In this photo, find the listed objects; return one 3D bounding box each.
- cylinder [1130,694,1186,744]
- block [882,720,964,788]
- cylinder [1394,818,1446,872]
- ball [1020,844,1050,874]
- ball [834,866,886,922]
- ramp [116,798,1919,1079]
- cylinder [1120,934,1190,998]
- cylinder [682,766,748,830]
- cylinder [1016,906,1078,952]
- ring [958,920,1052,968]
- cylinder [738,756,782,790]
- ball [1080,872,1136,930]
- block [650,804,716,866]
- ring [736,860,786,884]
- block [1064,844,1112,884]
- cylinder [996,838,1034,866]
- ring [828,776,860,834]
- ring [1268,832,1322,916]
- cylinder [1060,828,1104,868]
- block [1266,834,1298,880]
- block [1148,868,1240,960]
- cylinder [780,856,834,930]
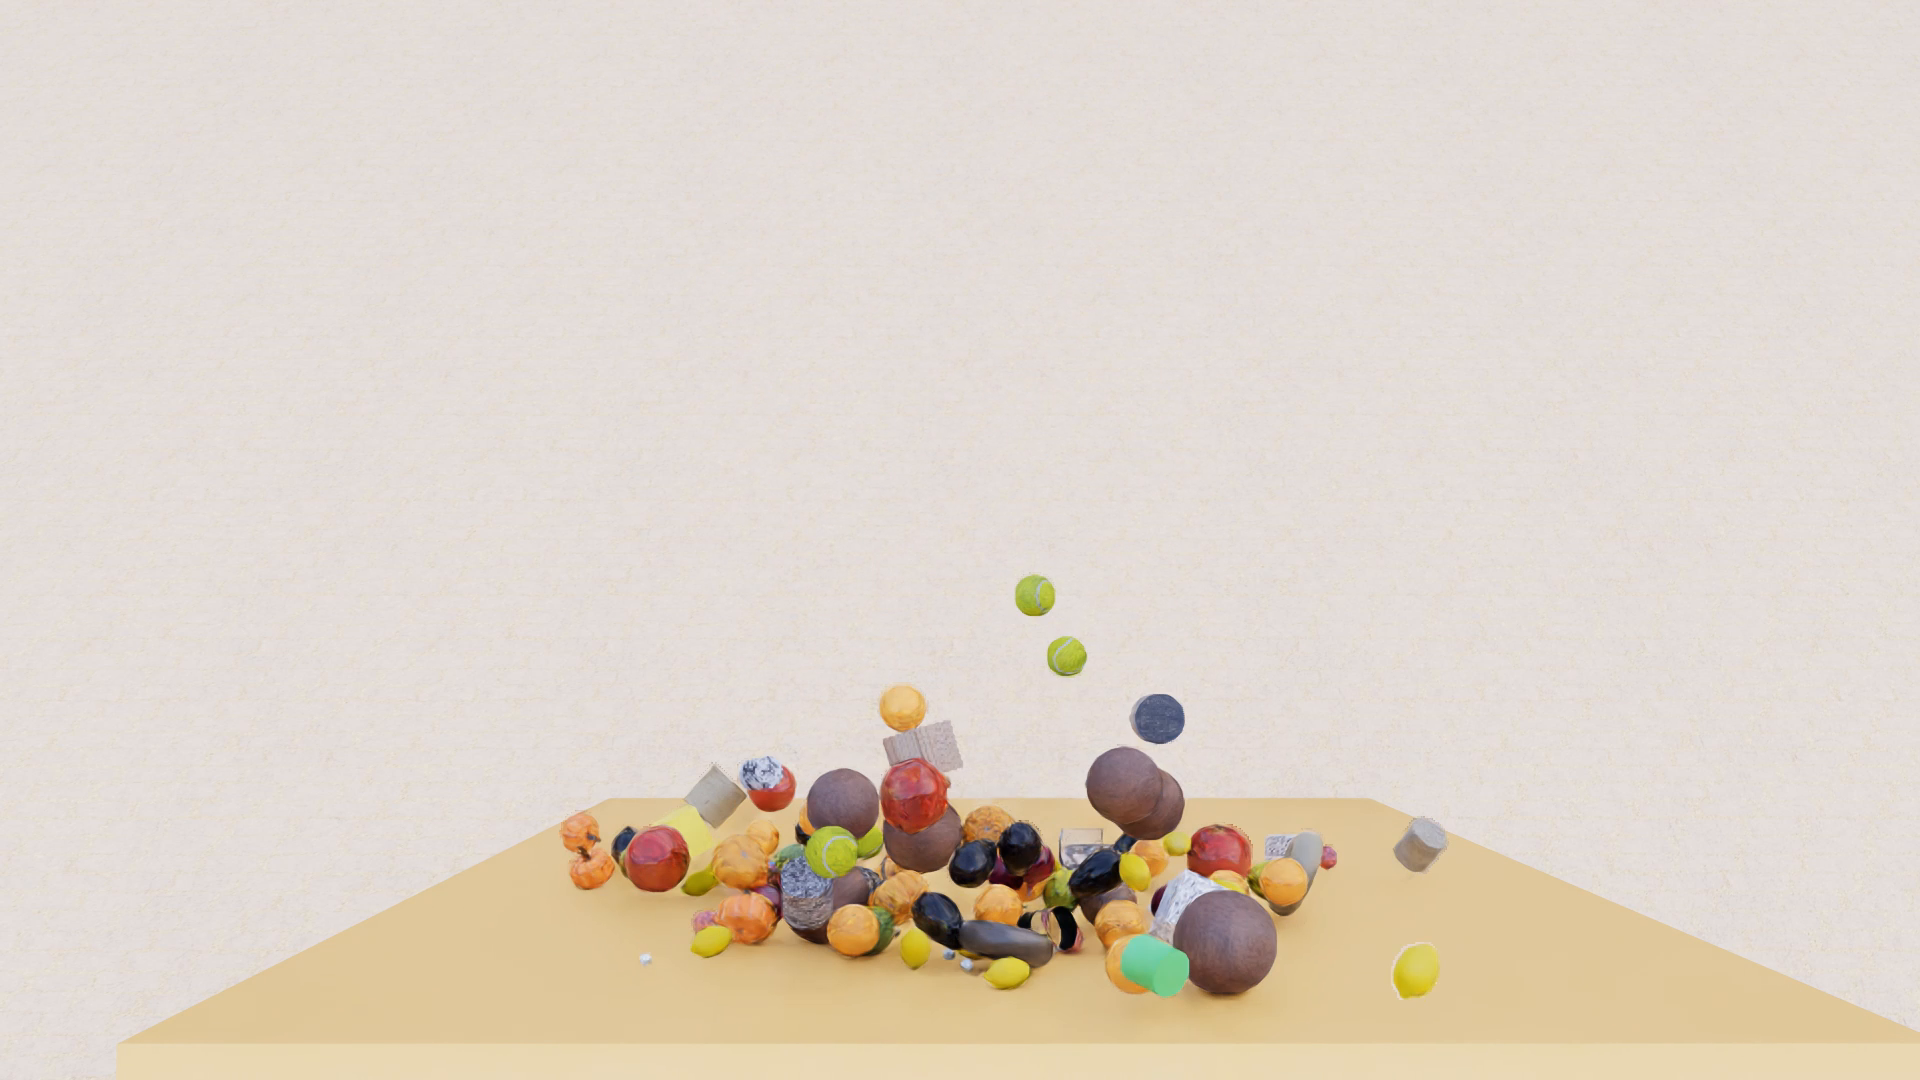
[{"bbox_3d":[0.382,0.346,5.027,0.096,0.096,0.096,-2,-3,-3],"label":"cylinder"},{"bbox_3d":[-0.058,0.336,4.091,0.079,0.079,0.079,-11,-8,-46],"label":"block"},{"bbox_3d":[0.829,0.551,4.680,0.069,0.069,0.069,19,36,-15],"label":"cylinder"},{"bbox_3d":[0.137,0.585,4.752,0.055,0.055,0.055,0,35,0],"label":"ball"},{"bbox_3d":[-0.157,0.547,4.014,0.084,0.084,0.084,0,35,0],"label":"ball"},{"bbox_3d":[0.077,0.665,4.838,2.000,0.100,4.000,0,-2,0],"label":"ramp"},{"bbox_3d":[0.227,0.496,3.027,0.057,0.057,0.057,-26,29,-32],"label":"cylinder"},{"bbox_3d":[-0.492,0.518,5.219,0.093,0.093,0.093,-47,50,-8],"label":"cylinder"},{"bbox_3d":[0.119,0.539,3.580,0.060,0.060,0.060,-19,19,41],"label":"cylinder"},{"bbox_3d":[0.060,0.534,3.436,0.129,0.129,0.043,10,76,14],"label":"ring"},{"bbox_3d":[-0.397,0.465,5.175,0.062,0.062,0.062,-13,20,44],"label":"cylinder"},{"bbox_3d":[0.222,0.542,3.901,0.086,0.086,0.086,0,35,0],"label":"ball"},{"bbox_3d":[-0.529,0.562,4.956,0.083,0.083,0.083,-28,5,-14],"label":"block"},{"bbox_3d":[-0.348,0.591,4.618,0.102,0.034,0.102,1,-1,0],"label":"ring"},{"bbox_3d":[0.228,0.575,4.609,0.065,0.065,0.065,-1,-2,25],"label":"block"},{"bbox_3d":[0.106,0.590,4.913,0.054,0.054,0.054,1,32,-28],"label":"cylinder"},{"bbox_3d":[-0.228,0.522,5.107,0.039,0.117,0.117,-11,36,-16],"label":"ring"},{"bbox_3d":[0.519,0.515,4.015,0.047,0.140,0.140,24,38,3],"label":"ring"},{"bbox_3d":[0.228,0.578,4.871,0.076,0.076,0.076,-1,35,8],"label":"cylinder"},{"bbox_3d":[0.599,0.572,4.697,0.076,0.076,0.076,-1,-2,20],"label":"block"},{"bbox_3d":[0.312,0.500,3.473,0.080,0.080,0.080,26,66,-3],"label":"block"},{"bbox_3d":[-0.203,0.469,3.452,0.070,0.070,0.070,1,46,-1],"label":"cylinder"}]
